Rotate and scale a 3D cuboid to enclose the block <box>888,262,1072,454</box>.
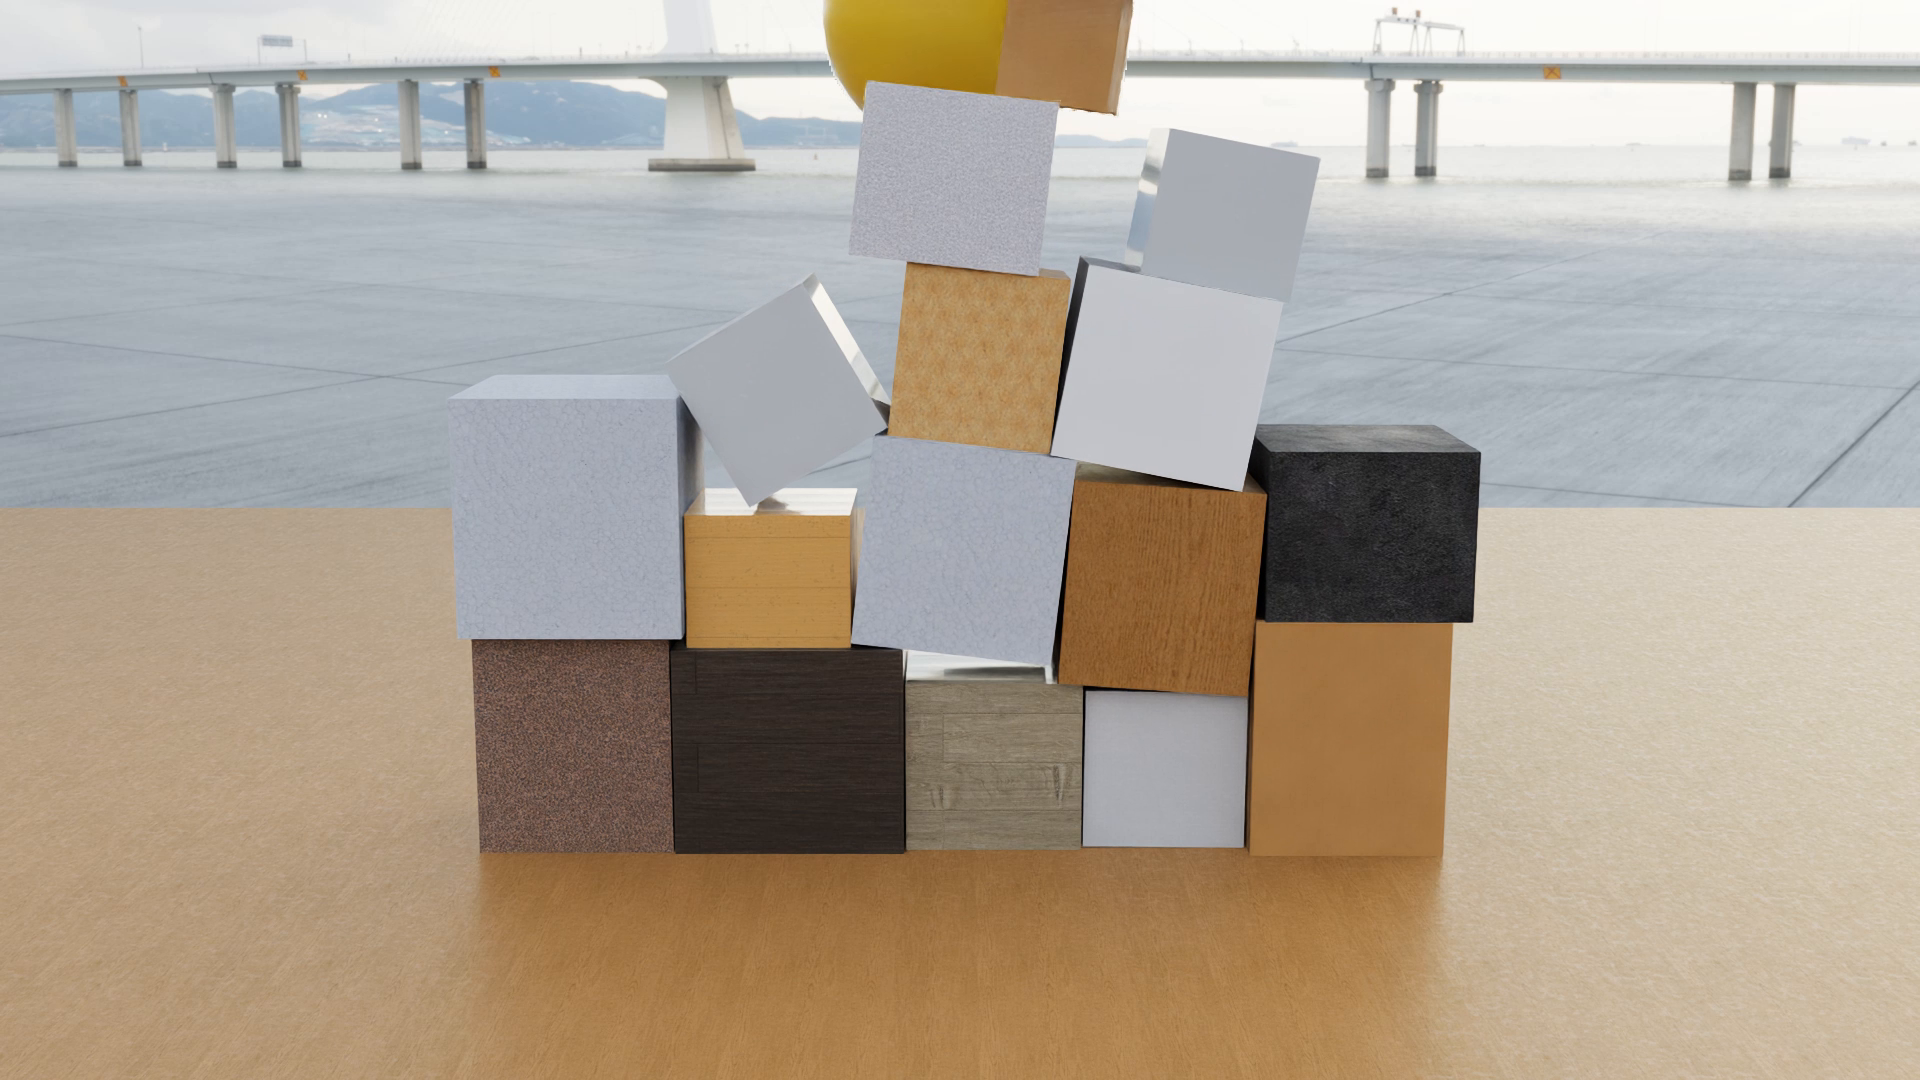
[{"bbox_3d":[0.093,-0.953,11.062,0.798,0.851,0.785,7,10,-1],"label":"block"}]

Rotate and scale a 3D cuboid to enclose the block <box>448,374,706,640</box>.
[{"bbox_3d":[-1.900,-0.193,11.133,1.091,1.176,1.089,0,10,0],"label":"block"}]

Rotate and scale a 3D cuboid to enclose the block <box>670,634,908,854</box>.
[{"bbox_3d":[-0.849,0.962,11.374,1.138,1.038,1.033,0,10,0],"label":"block"}]

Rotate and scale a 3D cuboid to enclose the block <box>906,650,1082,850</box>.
[{"bbox_3d":[0.169,1.056,11.363,0.877,0.857,0.848,0,10,0],"label":"block"}]

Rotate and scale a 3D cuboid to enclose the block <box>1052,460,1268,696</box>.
[{"bbox_3d":[0.985,0.154,11.226,0.937,1.013,0.991,4,10,-1],"label":"block"}]

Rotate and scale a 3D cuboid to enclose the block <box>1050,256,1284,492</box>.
[{"bbox_3d":[0.994,-0.854,11.022,0.947,0.933,0.909,11,10,-2],"label":"block"}]

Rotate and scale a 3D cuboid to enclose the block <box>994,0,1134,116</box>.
[{"bbox_3d":[0.528,-2.463,11.017,0.559,0.574,0.572,10,11,8],"label":"block"}]

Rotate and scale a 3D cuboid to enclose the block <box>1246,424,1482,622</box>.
[{"bbox_3d":[1.999,-0.103,11.170,1.014,0.841,1.041,0,10,0],"label":"block"}]

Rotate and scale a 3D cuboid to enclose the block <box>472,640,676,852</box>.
[{"bbox_3d":[-1.912,0.929,11.353,0.968,1.111,0.966,0,10,0],"label":"block"}]

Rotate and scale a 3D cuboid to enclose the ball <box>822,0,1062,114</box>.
[{"bbox_3d":[0.000,-3.045,12.735,1.600,1.600,1.600,0,10,0],"label":"ball"}]

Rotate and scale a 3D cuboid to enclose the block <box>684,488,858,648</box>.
[{"bbox_3d":[-0.943,0.130,11.196,0.810,0.663,0.836,0,10,0],"label":"block"}]

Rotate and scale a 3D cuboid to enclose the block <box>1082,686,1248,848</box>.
[{"bbox_3d":[1.025,1.074,11.394,0.808,0.802,0.831,1,10,0],"label":"block"}]

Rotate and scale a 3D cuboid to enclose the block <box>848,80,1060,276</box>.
[{"bbox_3d":[-0.037,-1.801,10.929,0.918,0.825,0.880,6,10,-2],"label":"block"}]

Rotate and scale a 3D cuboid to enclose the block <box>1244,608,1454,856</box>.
[{"bbox_3d":[1.921,0.891,11.352,0.961,1.182,1.084,0,10,0],"label":"block"}]

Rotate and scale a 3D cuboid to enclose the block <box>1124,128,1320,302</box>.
[{"bbox_3d":[1.280,-1.622,10.904,0.737,0.702,0.787,10,10,-4],"label":"block"}]

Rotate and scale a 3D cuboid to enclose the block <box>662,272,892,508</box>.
[{"bbox_3d":[-0.894,-0.773,11.070,0.788,0.810,0.848,-30,9,5],"label":"block"}]

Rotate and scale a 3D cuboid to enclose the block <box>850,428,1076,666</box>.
[{"bbox_3d":[0.014,-0.025,11.201,0.990,1.029,0.964,7,10,-1],"label":"block"}]
